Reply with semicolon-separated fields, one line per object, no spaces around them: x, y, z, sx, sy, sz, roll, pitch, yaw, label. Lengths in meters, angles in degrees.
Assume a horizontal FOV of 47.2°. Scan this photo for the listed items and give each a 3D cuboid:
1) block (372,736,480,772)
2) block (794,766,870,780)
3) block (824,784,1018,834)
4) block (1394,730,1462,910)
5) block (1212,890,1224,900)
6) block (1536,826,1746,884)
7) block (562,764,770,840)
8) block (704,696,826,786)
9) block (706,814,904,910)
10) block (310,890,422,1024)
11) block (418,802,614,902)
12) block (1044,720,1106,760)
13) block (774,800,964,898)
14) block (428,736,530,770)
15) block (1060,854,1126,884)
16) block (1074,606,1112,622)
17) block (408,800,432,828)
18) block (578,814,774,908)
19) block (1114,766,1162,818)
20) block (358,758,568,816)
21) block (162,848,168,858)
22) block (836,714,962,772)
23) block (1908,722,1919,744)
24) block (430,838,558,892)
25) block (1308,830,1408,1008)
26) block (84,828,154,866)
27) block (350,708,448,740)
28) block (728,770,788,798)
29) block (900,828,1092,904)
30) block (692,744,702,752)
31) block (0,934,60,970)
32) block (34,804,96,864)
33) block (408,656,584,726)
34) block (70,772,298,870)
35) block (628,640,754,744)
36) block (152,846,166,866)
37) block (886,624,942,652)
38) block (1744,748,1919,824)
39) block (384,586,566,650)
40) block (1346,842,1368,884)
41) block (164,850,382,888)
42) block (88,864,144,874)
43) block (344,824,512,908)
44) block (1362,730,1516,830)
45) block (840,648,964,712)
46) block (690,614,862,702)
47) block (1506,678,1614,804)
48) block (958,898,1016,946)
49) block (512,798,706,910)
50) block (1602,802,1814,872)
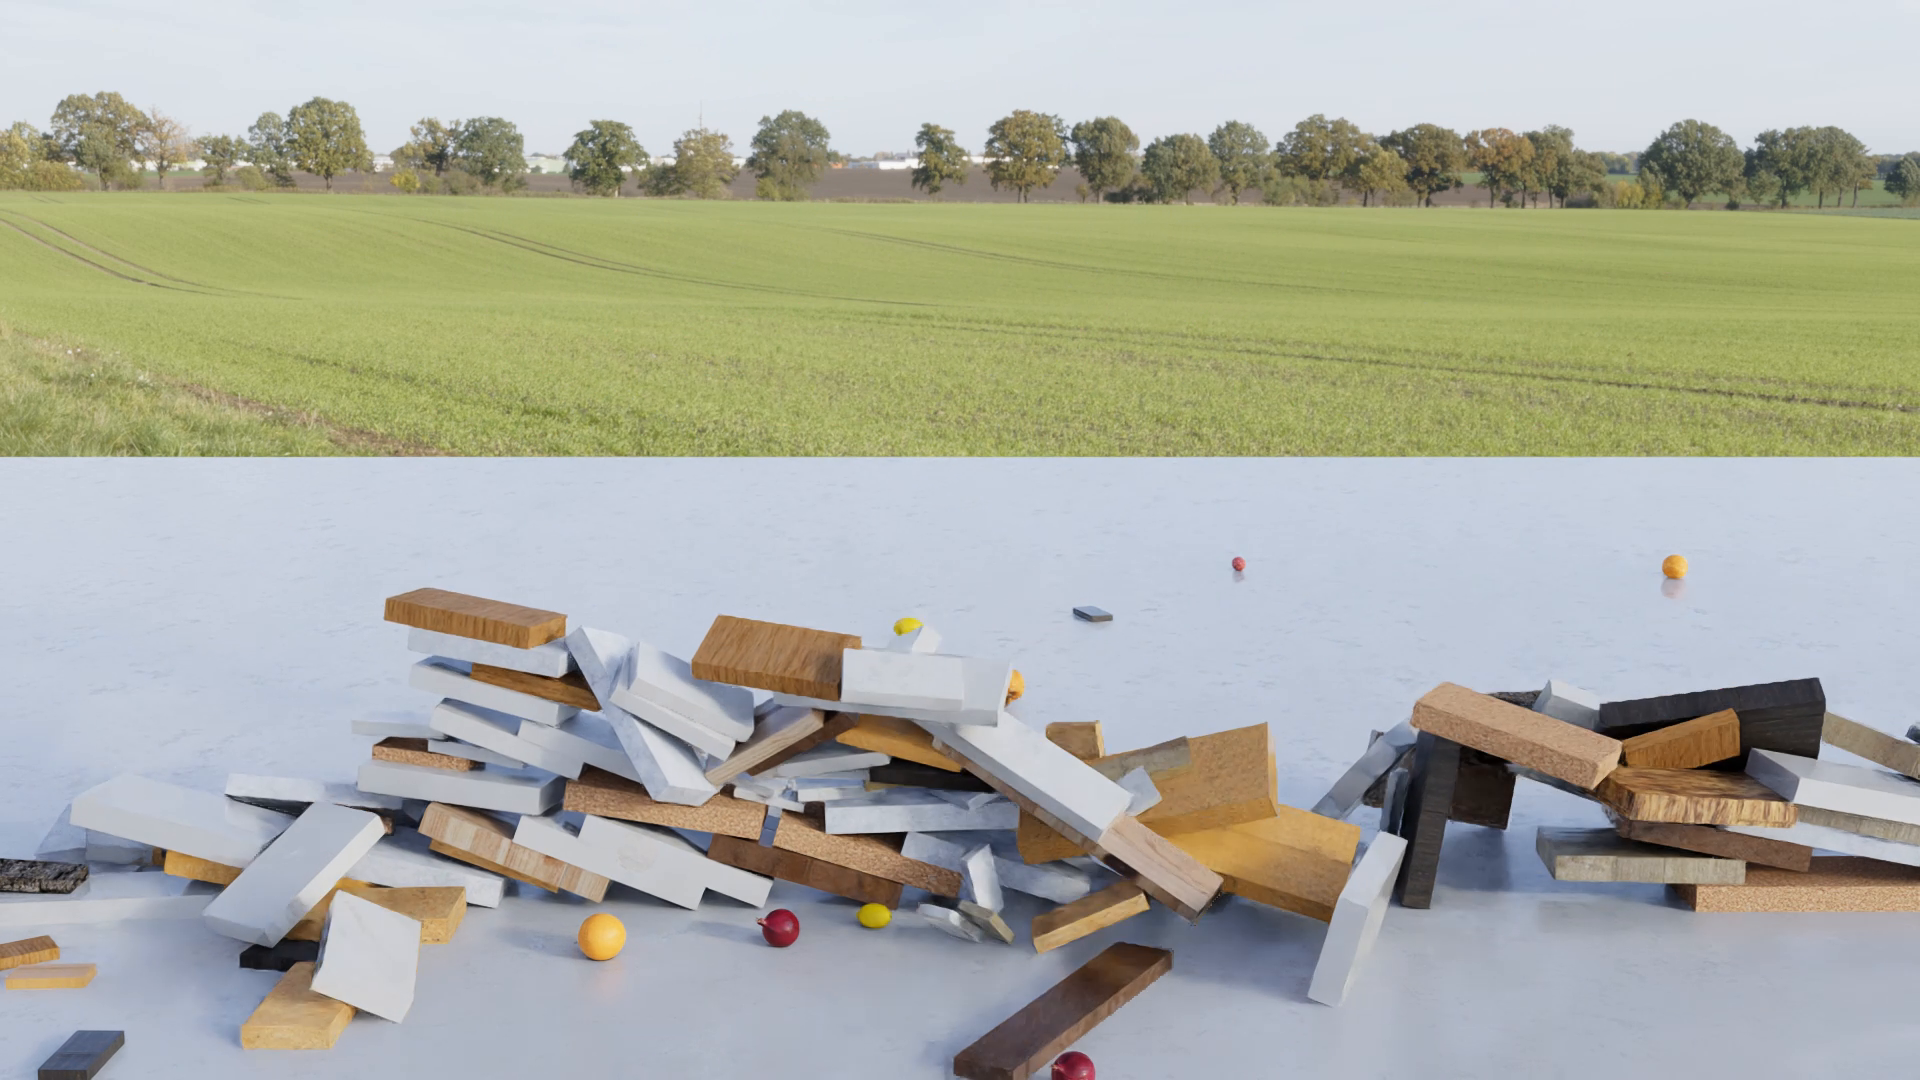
-0.887;0.355;3.678;0.166;0.023;0.083;6;10;11;block
-0.197;0.360;3.618;0.144;0.020;0.072;0;38;9;block
-0.063;0.436;3.640;0.312;0.044;0.156;-2;10;0;block
0.773;0.439;3.641;0.043;0.305;0.153;9;11;3;block
0.373;0.560;3.689;0.152;0.022;0.076;16;15;18;block
1.130;0.524;3.661;0.305;0.043;0.153;1;11;3;block
-0.480;0.424;3.634;0.320;0.045;0.160;9;10;-1;block
-0.311;0.305;3.539;0.221;0.031;0.110;-30;27;21;block
-0.251;0.525;3.655;0.320;0.045;0.160;16;10;-3;block
-0.872;0.610;3.239;0.136;0.039;0.273;26;8;-16;block
-0.723;0.499;3.655;0.319;0.045;0.159;22;10;-2;block
0.206;0.402;3.753;0.092;0.185;0.026;-5;12;25;block
-0.149;0.506;3.657;0.312;0.044;0.156;17;10;-3;block
-0.788;0.344;3.652;0.166;0.023;0.083;10;11;10;block
0.236;0.544;3.672;0.152;0.022;0.076;27;10;-4;block
0.348;0.194;5.756;0.059;0.017;0.117;-4;11;-22;block
-0.946;0.500;3.834;0.261;0.037;0.131;-6;32;9;block
-0.462;0.507;3.648;0.320;0.045;0.160;21;10;-4;block
0.253;0.421;3.514;0.129;0.018;0.064;-32;50;1;block
-0.822;0.396;3.671;0.319;0.045;0.159;6;10;11;block
-1.320;0.542;3.784;0.097;0.014;0.049;9;13;24;block
-0.088;0.305;3.541;0.203;0.029;0.102;15;39;0;block
1.646;0.353;3.580;0.090;0.025;0.179;-10;35;-21;block
-0.766;0.521;3.671;0.221;0.030;0.106;21;9;-7;block
0.604;0.568;3.322;0.046;0.164;0.328;19;16;17;block
-1.463;0.500;3.831;0.106;0.030;0.212;10;16;-23;block
-0.919;0.306;3.665;0.166;0.023;0.083;2;9;12;block
-0.343;0.397;3.627;0.108;0.015;0.054;18;11;19;block
0.061;0.524;3.660;0.312;0.044;0.156;17;10;-2;block
-0.556;0.365;4.470;0.042;0.149;0.299;1;11;6;block
-1.456;0.637;3.367;0.131;0.019;0.066;-8;13;-35;block
-1.546;0.515;3.882;0.106;0.030;0.212;-8;18;-4;block
-0.758;0.242;3.613;0.257;0.036;0.129;14;11;9;block
-1.271;0.464;3.626;0.326;0.046;0.163;13;10;6;block
-0.428;0.243;3.517;0.211;0.030;0.105;27;25;-20;block
-1.411;0.544;3.859;0.150;0.021;0.075;4;11;23;block
-0.154;0.311;4.204;0.043;0.307;0.153;37;-27;-14;block
1.441;0.402;3.545;0.301;0.043;0.150;11;11;-12;block
-0.795;0.127;3.611;0.261;0.037;0.131;10;10;15;block
0.589;0.541;3.657;0.235;0.033;0.117;6;23;-20;block
-1.129;0.536;3.653;0.326;0.046;0.163;11;10;-3;block
-1.475;0.571;3.709;0.164;0.023;0.082;1;11;3;block
-0.914;0.531;3.665;0.326;0.046;0.163;12;10;-4;block
0.869;0.435;3.989;0.269;0.135;0.038;10;1;-5;block
-0.090;0.217;3.406;0.186;0.026;0.093;5;39;-6;block
-0.289;0.185;3.482;0.242;0.034;0.121;8;38;14;block
1.134;0.374;3.768;0.346;0.173;0.049;20;31;-3;block
0.042;0.591;3.404;0.058;0.016;0.116;17;-21;27;block
-0.570;0.512;3.652;0.319;0.045;0.159;21;10;-4;block
1.233;0.476;3.639;0.305;0.043;0.153;11;11;3;block
